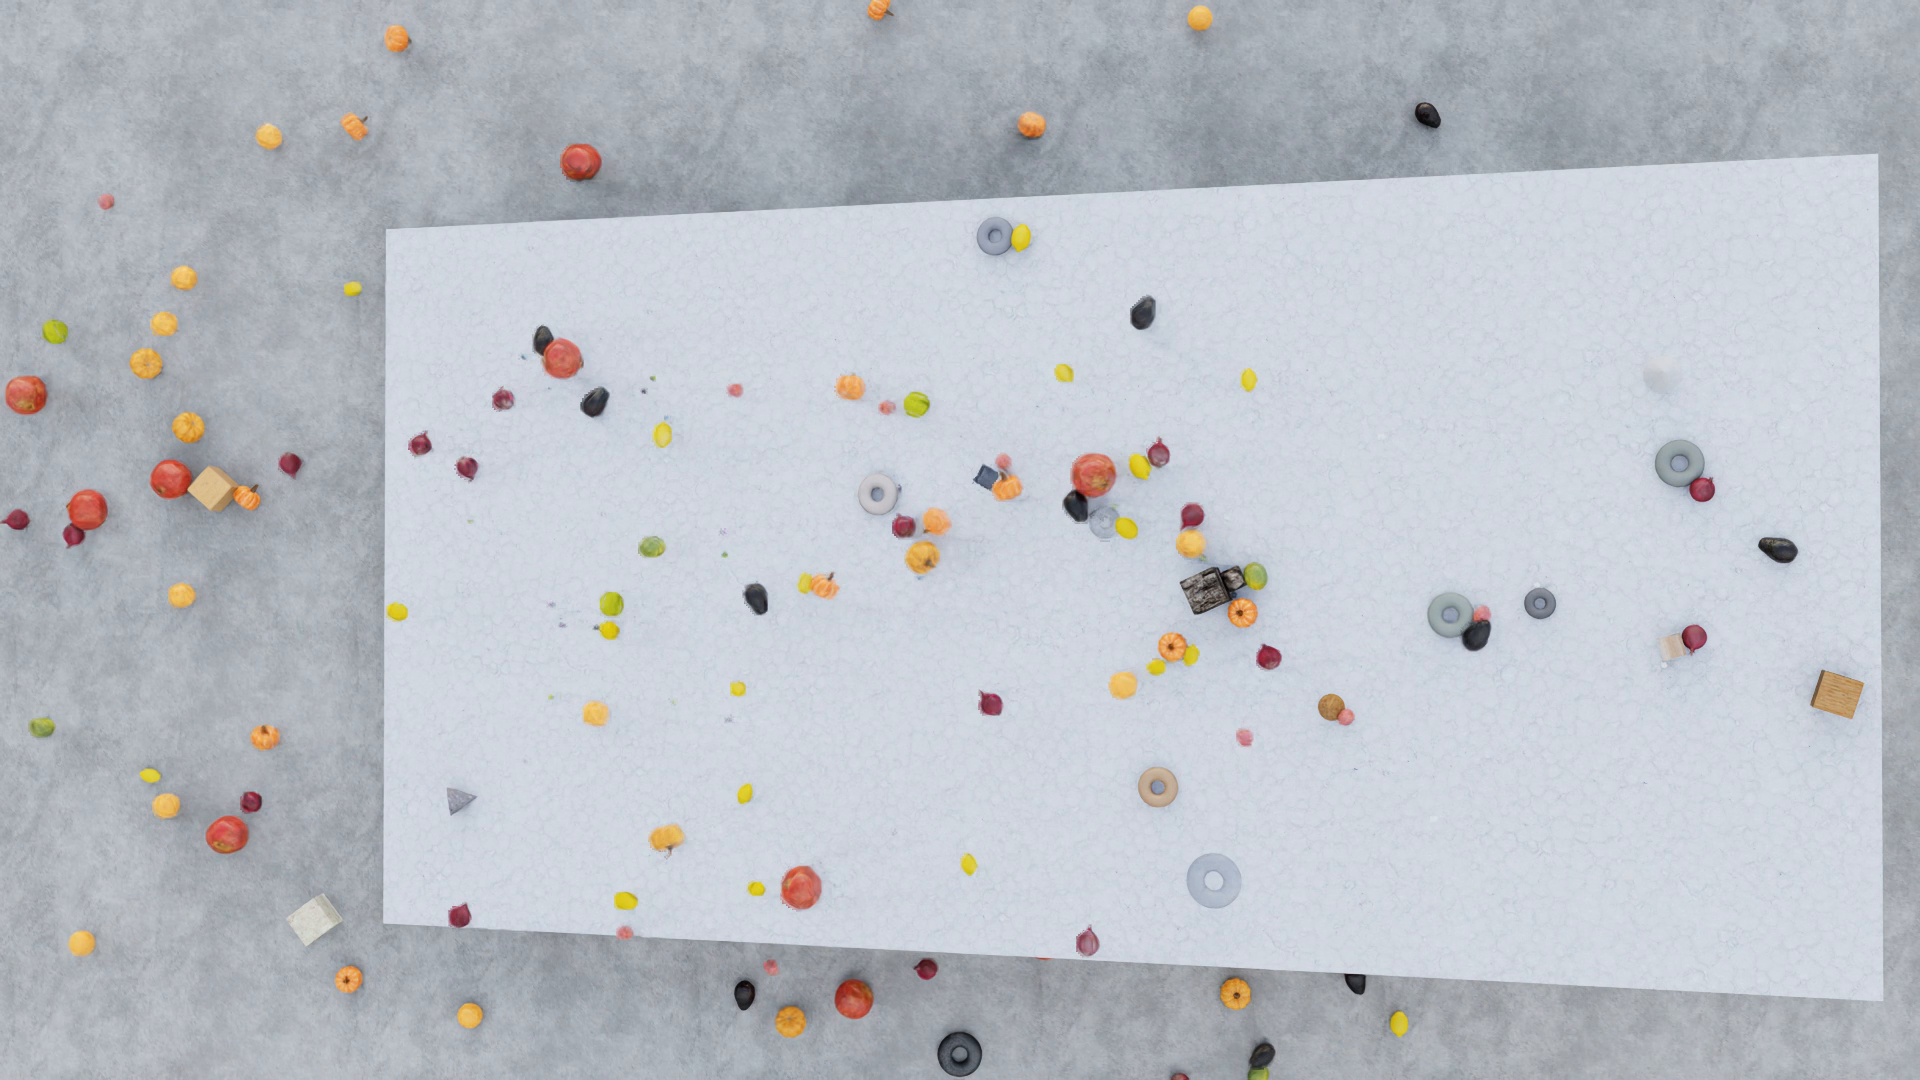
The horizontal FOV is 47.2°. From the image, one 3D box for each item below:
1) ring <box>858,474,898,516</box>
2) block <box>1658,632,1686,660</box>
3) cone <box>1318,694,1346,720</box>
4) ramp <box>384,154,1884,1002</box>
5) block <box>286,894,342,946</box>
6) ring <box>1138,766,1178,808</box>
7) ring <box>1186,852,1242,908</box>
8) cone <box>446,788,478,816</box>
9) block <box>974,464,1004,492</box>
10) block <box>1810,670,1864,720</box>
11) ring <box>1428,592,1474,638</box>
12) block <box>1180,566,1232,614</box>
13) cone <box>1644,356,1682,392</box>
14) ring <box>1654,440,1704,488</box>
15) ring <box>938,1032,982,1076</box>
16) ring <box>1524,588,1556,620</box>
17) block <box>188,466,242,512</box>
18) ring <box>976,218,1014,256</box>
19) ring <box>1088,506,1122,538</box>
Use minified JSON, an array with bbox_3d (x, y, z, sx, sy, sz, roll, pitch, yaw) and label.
[{"bbox_3d":[-0.220,-0.122,5.891,0.112,0.037,0.112,1,93,18],"label":"ring"},{"bbox_3d":[1.715,0.257,5.297,0.054,0.054,0.054,-17,84,16],"label":"block"},{"bbox_3d":[0.929,0.422,5.523,0.068,0.068,0.068,0,89,17],"label":"cone"},{"bbox_3d":[0.272,0.095,5.812,4.000,0.100,2.000,0,89,17],"label":"ramp"},{"bbox_3d":[-1.869,1.099,6.370,0.099,0.099,0.099,-37,89,0],"label":"block"},{"bbox_3d":[0.510,0.637,5.663,0.106,0.035,0.106,0,90,16],"label":"ring"},{"bbox_3d":[0.648,0.870,5.612,0.143,0.048,0.143,0,89,15],"label":"ring"},{"bbox_3d":[-1.407,0.734,6.235,0.083,0.083,0.083,-9,89,-10],"label":"cone"},{"bbox_3d":[0.076,-0.164,5.795,0.052,0.052,0.052,31,98,15],"label":"block"},{"bbox_3d":[2.063,0.363,5.173,0.090,0.090,0.090,18,94,16],"label":"block"},{"bbox_3d":[1.217,0.186,5.456,0.114,0.038,0.114,0,89,16],"label":"ring"},{"bbox_3d":[0.627,0.130,5.605,0.092,0.092,0.092,-26,82,15],"label":"block"},{"bbox_3d":[1.692,-0.403,5.295,0.090,0.090,0.090,0,89,17],"label":"cone"},{"bbox_3d":[1.736,-0.185,5.306,0.115,0.038,0.115,0,89,18],"label":"ring"},{"bbox_3d":[-0.001,1.496,6.393,0.131,0.044,0.131,0,90,-1],"label":"ring"},{"bbox_3d":[1.425,0.156,5.400,0.077,0.026,0.077,1,93,19],"label":"ring"},{"bbox_3d":[-2.166,-0.149,6.392,0.092,0.092,0.092,42,89,1],"label":"block"},{"bbox_3d":[0.093,-0.802,5.809,0.103,0.034,0.103,-1,88,18],"label":"ring"},{"bbox_3d":[0.377,-0.046,5.716,0.087,0.029,0.087,0,91,17],"label":"ring"}]
